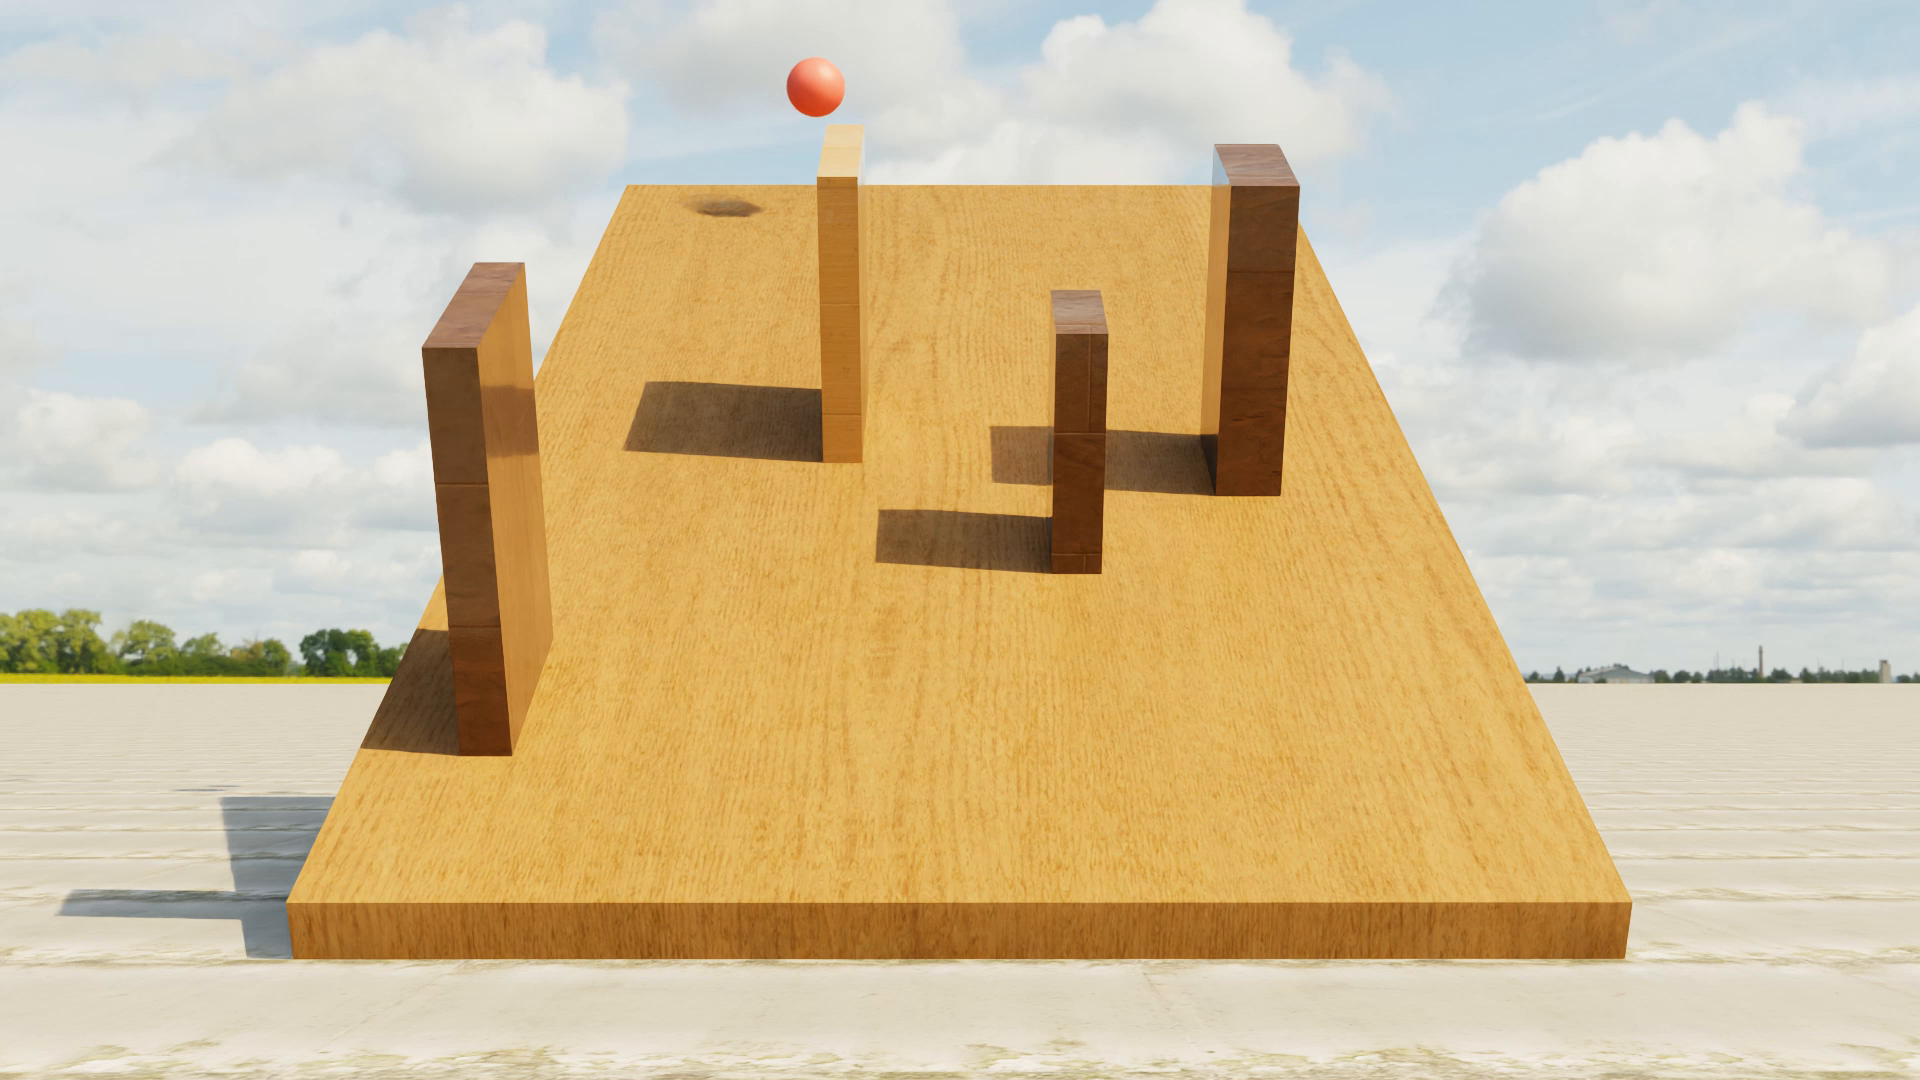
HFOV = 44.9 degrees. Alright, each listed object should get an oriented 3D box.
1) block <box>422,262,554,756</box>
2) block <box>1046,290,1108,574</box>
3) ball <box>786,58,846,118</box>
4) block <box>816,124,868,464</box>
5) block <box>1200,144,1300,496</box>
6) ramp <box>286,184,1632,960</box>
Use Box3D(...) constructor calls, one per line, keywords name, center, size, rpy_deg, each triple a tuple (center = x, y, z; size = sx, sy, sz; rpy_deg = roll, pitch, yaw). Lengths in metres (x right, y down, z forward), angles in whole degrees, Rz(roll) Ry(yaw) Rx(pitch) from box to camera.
Box3D(name="block", center=(-0.784, -0.058, 3.909), size=(0.085, 0.715, 0.441), rpy_deg=(0, 24, 0))
Box3D(name="block", center=(0.226, -0.212, 4.537), size=(0.098, 0.492, 0.264), rpy_deg=(0, 24, 0))
Box3D(name="ball", center=(-0.413, -1.297, 6.664), size=(0.169, 0.169, 0.169), rpy_deg=(0, -3, 0))
Box3D(name="block", center=(-0.254, -0.547, 5.113), size=(0.084, 0.635, 0.444), rpy_deg=(0, 24, 0))
Box3D(name="block", center=(0.604, -0.464, 4.890), size=(0.137, 0.667, 0.333), rpy_deg=(0, 24, 0))
Box3D(name="ramp", center=(-0.008, -0.228, 5.301), size=(2.000, 0.100, 4.000), rpy_deg=(0, 24, 0))
